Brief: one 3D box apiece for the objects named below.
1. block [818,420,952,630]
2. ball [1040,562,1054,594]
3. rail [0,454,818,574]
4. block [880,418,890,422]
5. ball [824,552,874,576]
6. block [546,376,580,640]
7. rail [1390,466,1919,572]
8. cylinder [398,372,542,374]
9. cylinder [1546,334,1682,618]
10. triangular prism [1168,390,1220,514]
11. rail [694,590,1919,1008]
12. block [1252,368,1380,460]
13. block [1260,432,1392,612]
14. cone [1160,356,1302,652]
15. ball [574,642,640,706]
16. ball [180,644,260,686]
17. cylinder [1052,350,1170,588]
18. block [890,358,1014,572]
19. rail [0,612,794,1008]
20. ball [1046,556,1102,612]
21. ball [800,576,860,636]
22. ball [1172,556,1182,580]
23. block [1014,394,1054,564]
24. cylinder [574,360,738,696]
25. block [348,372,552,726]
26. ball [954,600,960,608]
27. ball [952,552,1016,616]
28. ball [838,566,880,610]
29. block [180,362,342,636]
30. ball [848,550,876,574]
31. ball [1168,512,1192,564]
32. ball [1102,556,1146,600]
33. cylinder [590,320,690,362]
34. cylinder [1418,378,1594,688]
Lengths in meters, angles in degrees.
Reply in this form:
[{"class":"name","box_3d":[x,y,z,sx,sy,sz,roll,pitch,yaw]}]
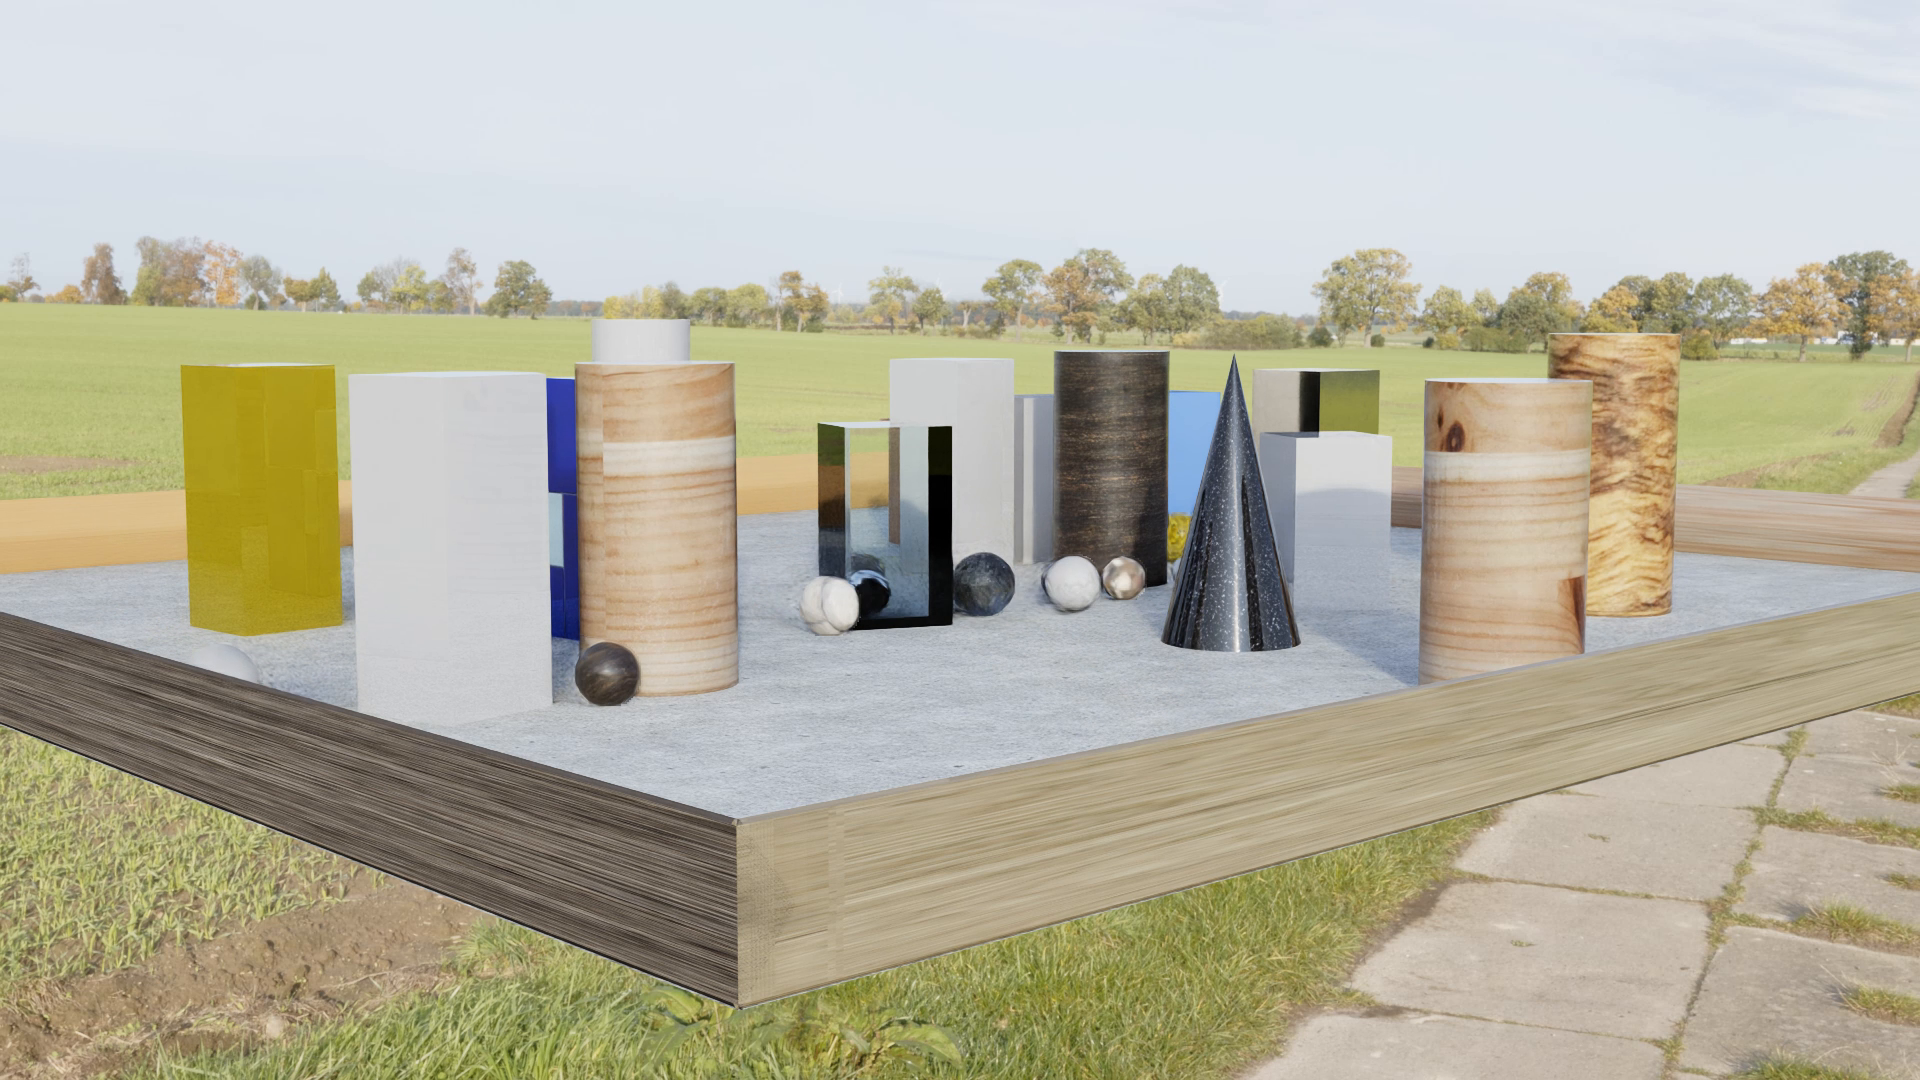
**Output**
[{"class":"block","box_3d":[-0.107,-0.024,3.114,0.149,0.280,0.149,-2,6,-21]},{"class":"ball","box_3d":[0.153,0.062,3.347,0.060,0.060,0.060,0,6,0]},{"class":"rail","box_3d":[-0.893,-0.070,4.295,2.856,0.121,0.045,-6,8,-42]},{"class":"block","box_3d":[-0.054,-0.113,4.174,0.149,0.233,0.149,-3,7,-25]},{"class":"ball","box_3d":[-0.168,0.055,3.342,0.075,0.075,0.075,0,6,0]},{"class":"block","box_3d":[-0.455,-0.044,2.974,0.149,0.350,0.149,6,8,43]},{"class":"rail","box_3d":[1.032,-0.069,4.279,0.045,0.121,2.681,-6,8,-42]},{"class":"cylinder","box_3d":[-0.617,-0.028,2.762,0.187,0.362,0.187,0,6,0]},{"class":"cylinder","box_3d":[0.955,-0.100,3.233,0.187,0.405,0.187,0,6,0]},{"class":"triangular prism","box_3d":[0.367,-0.120,3.950,0.162,0.294,0.140,-1,6,-12]},{"class":"rail","box_3d":[0.893,0.134,2.370,2.856,0.121,0.045,-6,8,-42]},{"class":"block","box_3d":[0.598,-0.117,3.710,0.149,0.339,0.149,-5,8,-39]},{"class":"block","box_3d":[0.544,-0.030,3.290,0.149,0.255,0.149,-1,6,-13]},{"class":"cone","box_3d":[0.362,-0.056,2.920,0.187,0.385,0.187,0,6,0]},{"class":"ball","box_3d":[-0.395,0.150,2.460,0.072,0.072,0.072,0,6,0]},{"class":"ball","box_3d":[-0.788,0.155,2.330,0.090,0.090,0.090,0,6,0]},{"class":"cylinder","box_3d":[0.244,-0.118,3.558,0.187,0.374,0.187,0,6,0]},{"class":"block","box_3d":[-0.013,-0.129,3.737,0.149,0.357,0.149,5,8,40]},{"class":"rail","box_3d":[-1.032,0.132,2.385,0.045,0.121,2.681,-6,8,-42]},{"class":"ball","box_3d":[0.166,0.064,3.222,0.082,0.082,0.082,0,6,0]},{"class":"ball","box_3d":[-0.177,0.089,2.984,0.082,0.082,0.082,0,6,0]},{"class":"ball","box_3d":[0.363,0.050,3.503,0.051,0.051,0.051,0,6,0]},{"class":"block","box_3d":[0.145,-0.112,3.910,0.149,0.288,0.149,-3,7,-26]},{"class":"cylinder","box_3d":[-0.356,-0.019,2.592,0.187,0.380,0.187,0,6,0]},{"class":"block","box_3d":[-0.561,0.003,2.427,0.149,0.371,0.149,4,7,35]},{"class":"ball","box_3d":[0.012,0.082,3.235,0.044,0.044,0.044,0,6,0]},{"class":"ball","box_3d":[0.034,0.064,3.171,0.093,0.093,0.093,0,6,0]},{"class":"ball","box_3d":[-0.152,0.071,3.229,0.067,0.067,0.067,0,6,0]},{"class":"block","box_3d":[-0.972,-0.061,3.063,0.149,0.365,0.149,6,8,43]},{"class":"ball","box_3d":[-0.166,0.048,3.449,0.065,0.065,0.065,0,6,0]},{"class":"ball","box_3d":[0.379,-0.003,3.809,0.092,0.092,0.092,0,6,0]},{"class":"ball","box_3d":[0.249,0.059,3.344,0.067,0.067,0.067,0,6,0]},{"class":"cylinder","box_3d":[-0.605,-0.209,4.189,0.187,0.420,0.187,0,6,0]},{"class":"cylinder","box_3d":[0.626,-0.003,2.529,0.187,0.361,0.187,0,6,0]}]
